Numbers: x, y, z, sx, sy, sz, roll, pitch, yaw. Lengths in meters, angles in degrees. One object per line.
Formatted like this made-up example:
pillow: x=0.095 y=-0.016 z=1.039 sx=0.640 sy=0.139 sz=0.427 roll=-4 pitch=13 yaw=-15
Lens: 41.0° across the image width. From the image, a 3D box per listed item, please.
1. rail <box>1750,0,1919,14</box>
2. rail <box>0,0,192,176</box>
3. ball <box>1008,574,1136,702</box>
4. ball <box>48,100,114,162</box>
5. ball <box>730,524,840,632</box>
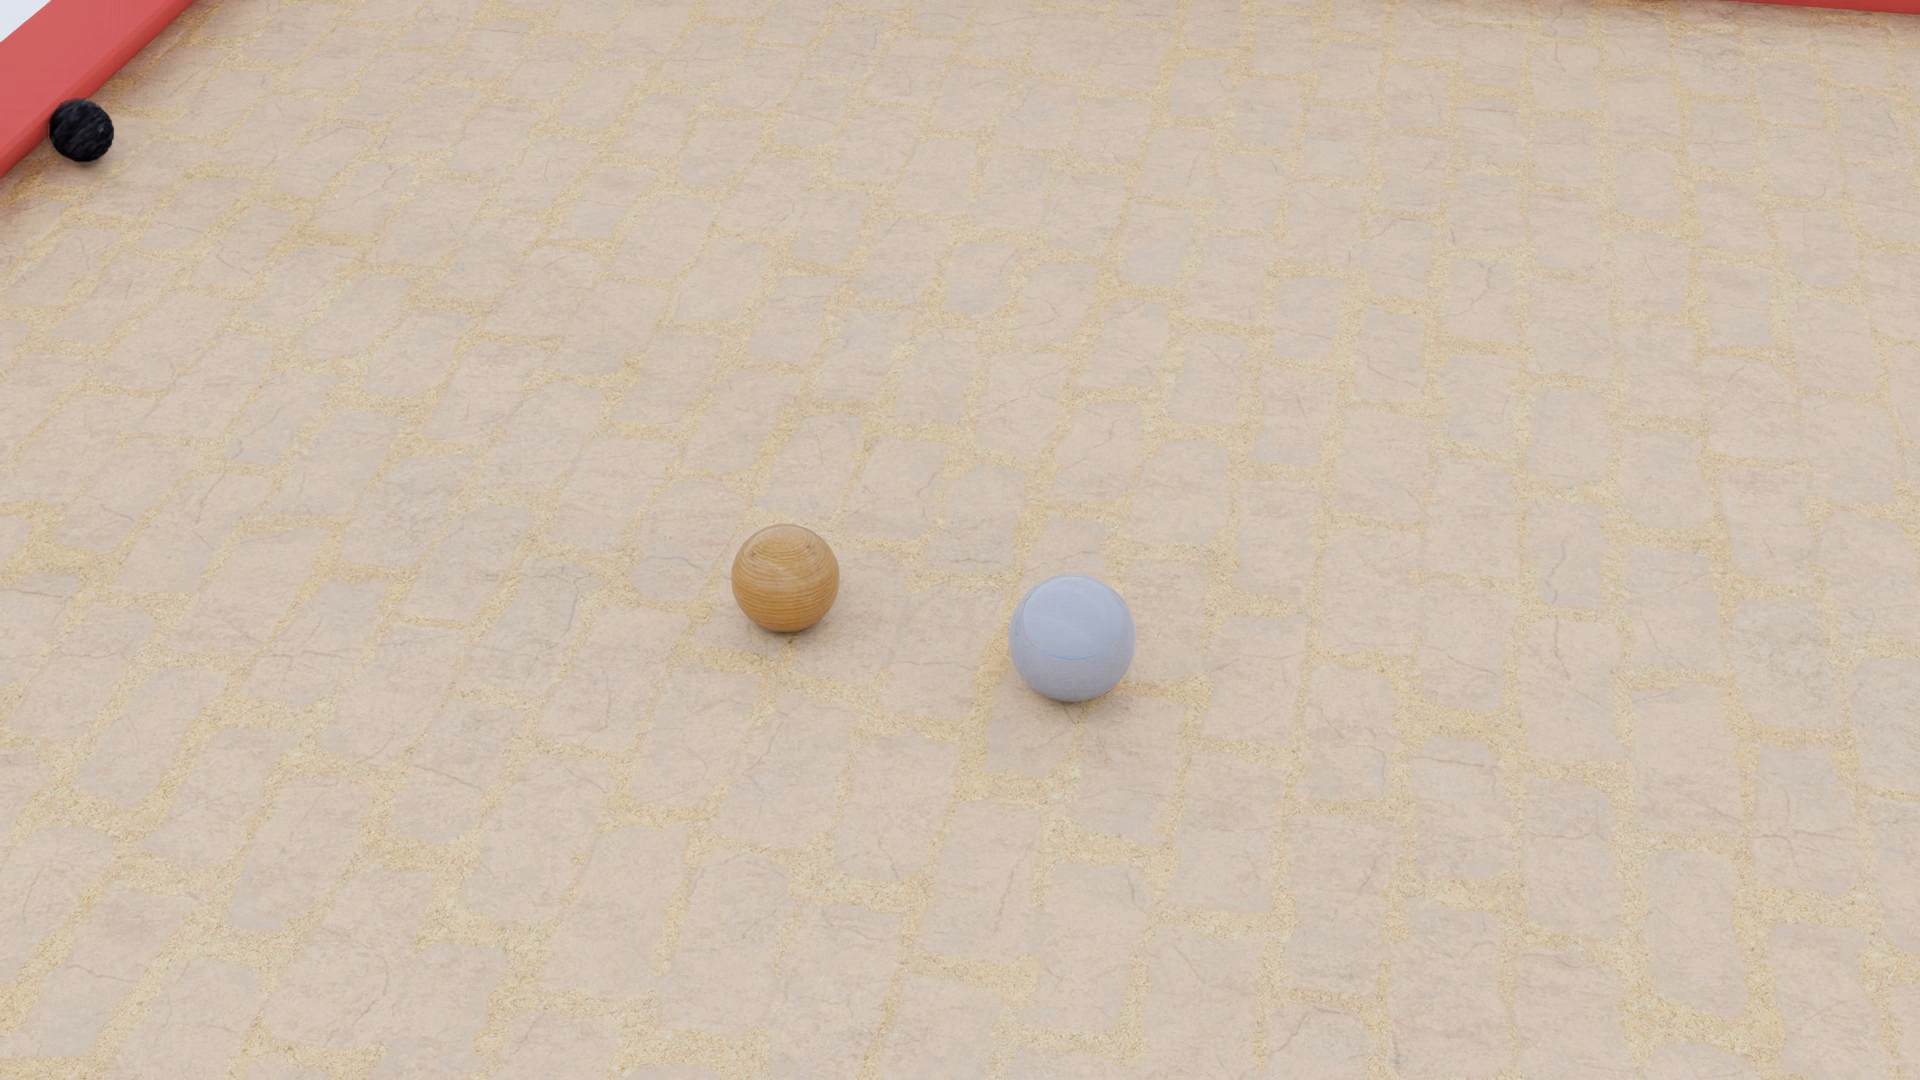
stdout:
rail: x=1.188 y=-0.561 z=2.593 sx=3.957 sy=0.112 sz=0.045 roll=6 pitch=35 yaw=9
rail: x=-0.949 y=-0.123 z=1.964 sx=0.045 sy=0.112 sz=2.352 roll=6 pitch=35 yaw=9
ball: x=0.075 y=0.065 z=1.718 sx=0.086 sy=0.086 sz=0.086 roll=0 pitch=35 yaw=0
ball: x=-0.816 y=-0.380 z=2.382 sx=0.057 sy=0.057 sz=0.057 roll=0 pitch=35 yaw=0
ball: x=-0.121 y=0.026 z=1.783 sx=0.076 sy=0.076 sz=0.076 roll=0 pitch=35 yaw=0
